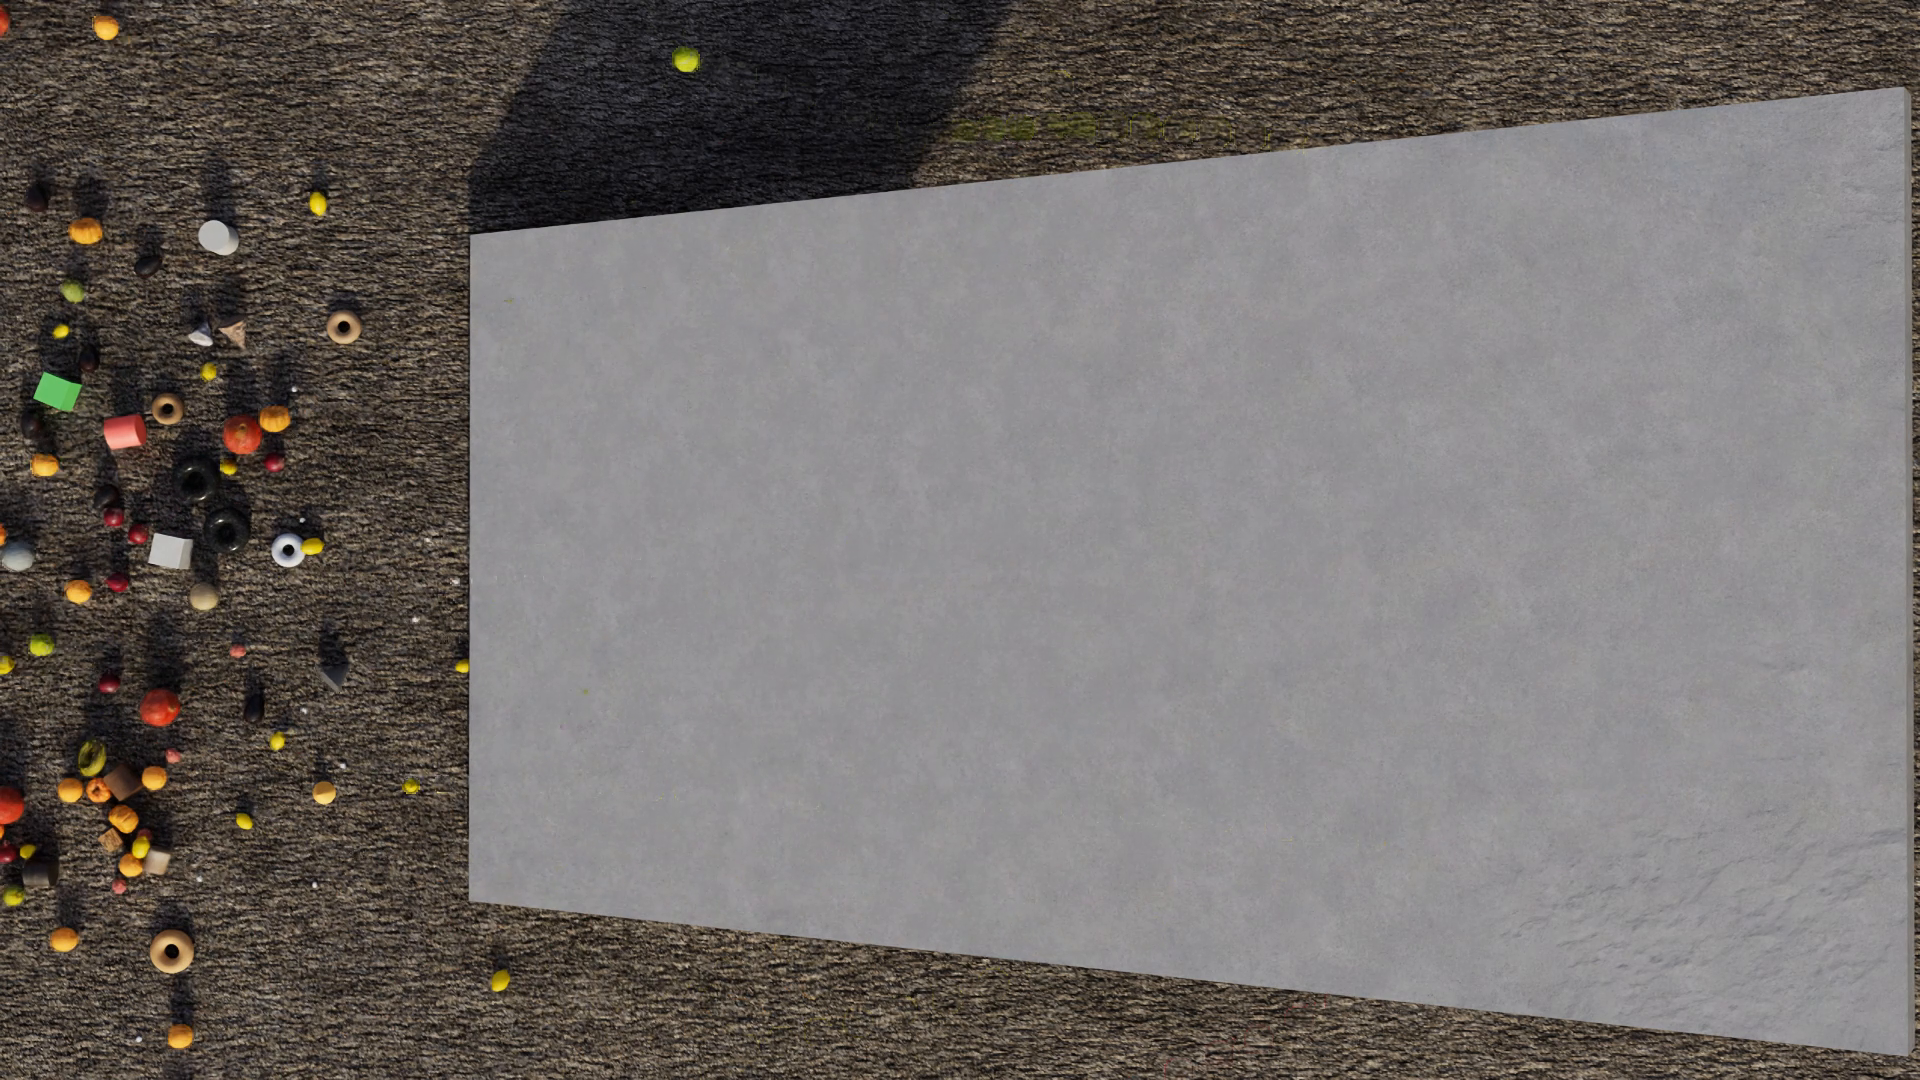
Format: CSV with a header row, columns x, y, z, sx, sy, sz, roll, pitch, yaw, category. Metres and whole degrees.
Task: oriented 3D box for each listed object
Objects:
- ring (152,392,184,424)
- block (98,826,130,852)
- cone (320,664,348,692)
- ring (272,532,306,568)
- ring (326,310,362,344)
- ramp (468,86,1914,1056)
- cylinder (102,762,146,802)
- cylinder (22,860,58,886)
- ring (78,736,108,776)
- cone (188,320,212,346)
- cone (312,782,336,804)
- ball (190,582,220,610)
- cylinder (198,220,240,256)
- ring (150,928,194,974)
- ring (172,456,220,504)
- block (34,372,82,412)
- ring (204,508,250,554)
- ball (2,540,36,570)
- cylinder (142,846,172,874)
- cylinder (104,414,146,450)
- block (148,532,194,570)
x,y,z,sx,sy,sz,roll,pitch,yaw,category
-2.405,-0.399,6.678,0.098,0.033,0.098,0,91,0,ring
-2.560,0.905,6.654,0.055,0.055,0.055,-38,90,0,block
-1.882,0.401,6.668,0.083,0.083,0.083,43,63,0,cone
-2.037,0.030,6.673,0.104,0.035,0.104,0,90,-1,ring
-1.871,-0.648,6.679,0.106,0.035,0.106,0,90,-1,ring
0.265,0.073,5.613,4.000,0.100,2.000,0,89,31,ramp
-2.524,0.731,6.639,0.088,0.088,0.088,-38,90,0,cylinder
-2.776,1.005,6.642,0.077,0.077,0.077,2,89,0,cylinder
-2.621,0.652,6.642,0.117,0.039,0.117,-10,72,32,ring
-2.297,-0.639,6.680,0.071,0.071,0.071,7,63,0,cone
-1.932,0.767,6.648,0.070,0.070,0.070,0,89,0,cone
-2.284,0.171,6.646,0.084,0.084,0.084,0,89,0,ball
-2.242,-0.914,6.653,0.092,0.092,0.092,0,89,0,cylinder
-2.385,1.244,6.657,0.134,0.045,0.134,0,90,1,ring
-2.317,-0.184,6.668,0.147,0.049,0.147,0,88,0,ring
-2.729,-0.449,6.651,0.087,0.087,0.087,22,90,0,block
-2.222,-0.028,6.667,0.143,0.048,0.143,0,90,1,ring
-2.843,0.047,6.644,0.091,0.091,0.091,0,89,0,ball
-2.427,0.967,6.647,0.068,0.068,0.068,19,89,0,cylinder
-2.522,-0.327,6.647,0.093,0.093,0.093,-9,89,0,cylinder
-2.381,0.033,6.644,0.092,0.092,0.092,12,89,0,block
